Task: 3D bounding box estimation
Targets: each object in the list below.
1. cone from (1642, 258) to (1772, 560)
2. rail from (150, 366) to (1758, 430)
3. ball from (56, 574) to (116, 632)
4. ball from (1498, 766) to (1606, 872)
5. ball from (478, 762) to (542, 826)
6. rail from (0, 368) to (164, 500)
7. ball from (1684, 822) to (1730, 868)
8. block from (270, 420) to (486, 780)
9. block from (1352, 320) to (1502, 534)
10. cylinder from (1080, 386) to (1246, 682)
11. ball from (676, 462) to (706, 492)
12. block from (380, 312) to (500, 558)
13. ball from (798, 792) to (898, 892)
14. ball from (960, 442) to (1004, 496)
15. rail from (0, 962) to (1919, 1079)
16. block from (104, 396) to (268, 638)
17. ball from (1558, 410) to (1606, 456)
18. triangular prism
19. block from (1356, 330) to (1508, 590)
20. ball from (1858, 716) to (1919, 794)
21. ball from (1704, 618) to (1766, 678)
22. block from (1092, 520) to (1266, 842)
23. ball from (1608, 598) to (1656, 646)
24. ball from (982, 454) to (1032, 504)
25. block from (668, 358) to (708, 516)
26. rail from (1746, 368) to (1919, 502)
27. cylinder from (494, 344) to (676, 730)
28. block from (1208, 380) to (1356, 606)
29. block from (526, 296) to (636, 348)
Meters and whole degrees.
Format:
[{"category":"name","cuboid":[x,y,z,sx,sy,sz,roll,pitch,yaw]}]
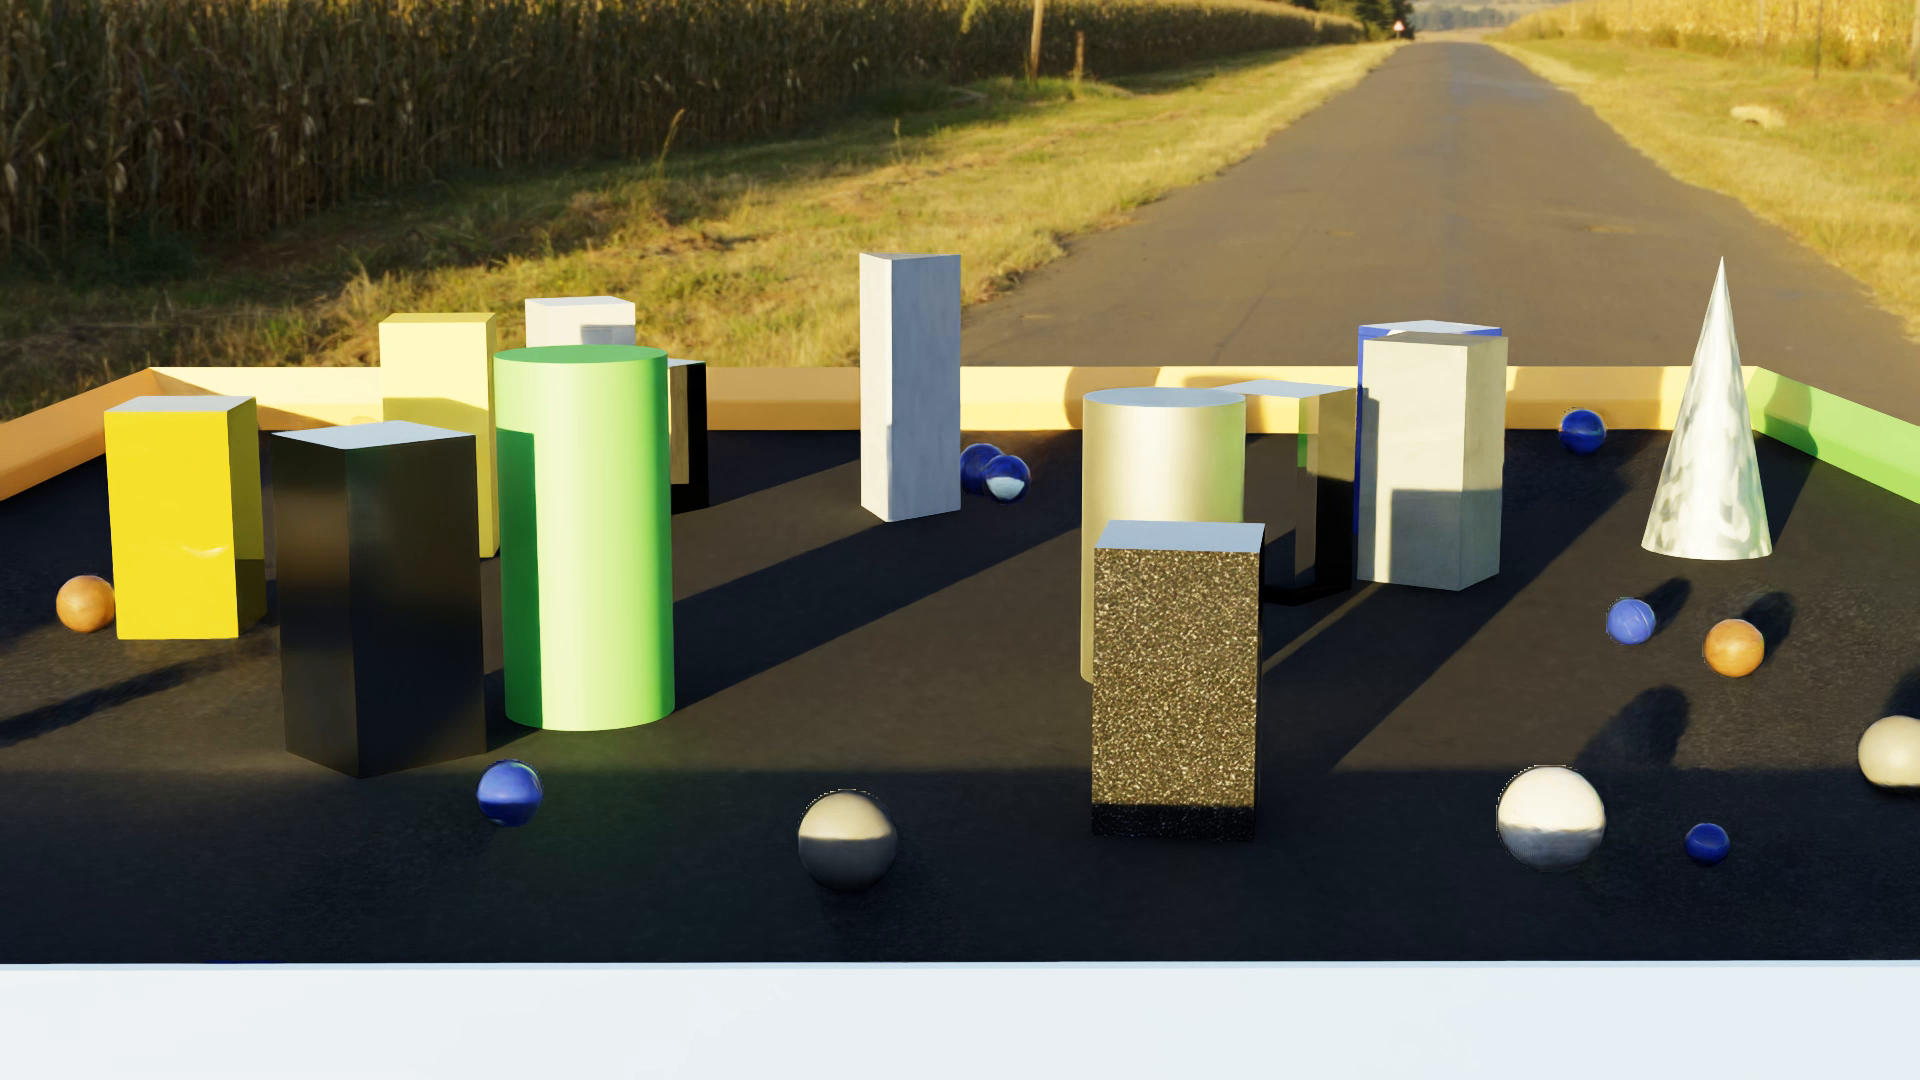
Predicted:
[{"category":"cone","cuboid":[1.137,-0.206,3.865,0.192,0.444,0.192,0,11,0]},{"category":"rail","cuboid":[-0.010,-0.280,5.129,3.225,0.125,0.045,0,11,0]},{"category":"ball","cuboid":[-1.130,0.082,3.318,0.076,0.076,0.076,0,11,0]},{"category":"ball","cuboid":[0.539,0.254,2.338,0.096,0.096,0.096,0,11,0]},{"category":"ball","cuboid":[-0.435,0.245,2.479,0.062,0.062,0.062,0,11,0]},{"category":"rail","cuboid":[-1.589,0.034,3.440,0.045,0.125,3.464,0,11,0]},{"category":"ball","cuboid":[0.685,0.280,2.353,0.041,0.041,0.041,0,11,0]},{"category":"block","cuboid":[-0.615,0.058,2.716,0.154,0.344,0.154,-10,14,-42]},{"category":"block","cuboid":[0.723,-0.167,3.976,0.154,0.326,0.154,-8,13,-35]},{"category":"cylinder","cuboid":[0.242,-0.003,3.064,0.192,0.337,0.192,0,11,0]},{"category":"ball","cuboid":[-0.462,-0.109,4.416,0.051,0.051,0.051,0,11,0]},{"category":"block","cuboid":[-0.779,-0.160,3.867,0.154,0.351,0.154,-1,11,-4]},{"category":"ball","cuboid":[-0.100,0.268,2.281,0.089,0.089,0.089,0,11,0]},{"category":"ball","cuboid":[0.038,-0.120,4.363,0.091,0.091,0.091,0,11,0]},{"category":"rail","cuboid":[0.010,0.344,1.770,3.225,0.125,0.045,0,11,0]},{"category":"block","cuboid":[-1.004,-0.032,3.338,0.154,0.293,0.154,0,11,-1]},{"category":"ball","cuboid":[1.167,-0.202,4.815,0.087,0.087,0.087,0,11,0]},{"category":"triangular prism","cuboid":[-0.109,-0.256,4.195,0.144,0.420,0.166,10,14,43]},{"category":"block","cuboid":[0.674,-0.117,3.658,0.154,0.342,0.154,7,12,32]},{"category":"ball","cuboid":[0.947,0.217,2.587,0.080,0.080,0.080,0,11,0]},{"category":"ball","cuboid":[0.930,0.130,3.079,0.070,0.070,0.070,0,11,0]},{"category":"block","cuboid":[0.213,0.133,2.490,0.154,0.279,0.154,2,11,8]},{"category":"ball","cuboid":[0.850,0.104,3.250,0.059,0.059,0.059,0,11,0]},{"category":"ball","cuboid":[0.077,-0.101,4.283,0.084,0.084,0.084,0,11,0]},{"category":"block","cuboid":[-0.524,-0.170,4.218,0.154,0.243,0.154,8,13,35]},{"category":"rail","cuboid":[1.589,0.030,3.458,0.045,0.125,3.464,0,11,0]},{"category":"cylinder","cuboid":[-0.422,-0.007,2.892,0.192,0.407,0.192,0,11,0]},{"category":"block","cuboid":[0.441,-0.069,3.562,0.154,0.284,0.154,8,13,38]},{"category":"block","cuboid":[-0.663,-0.260,4.498,0.154,0.318,0.154,-5,11,-23]}]
